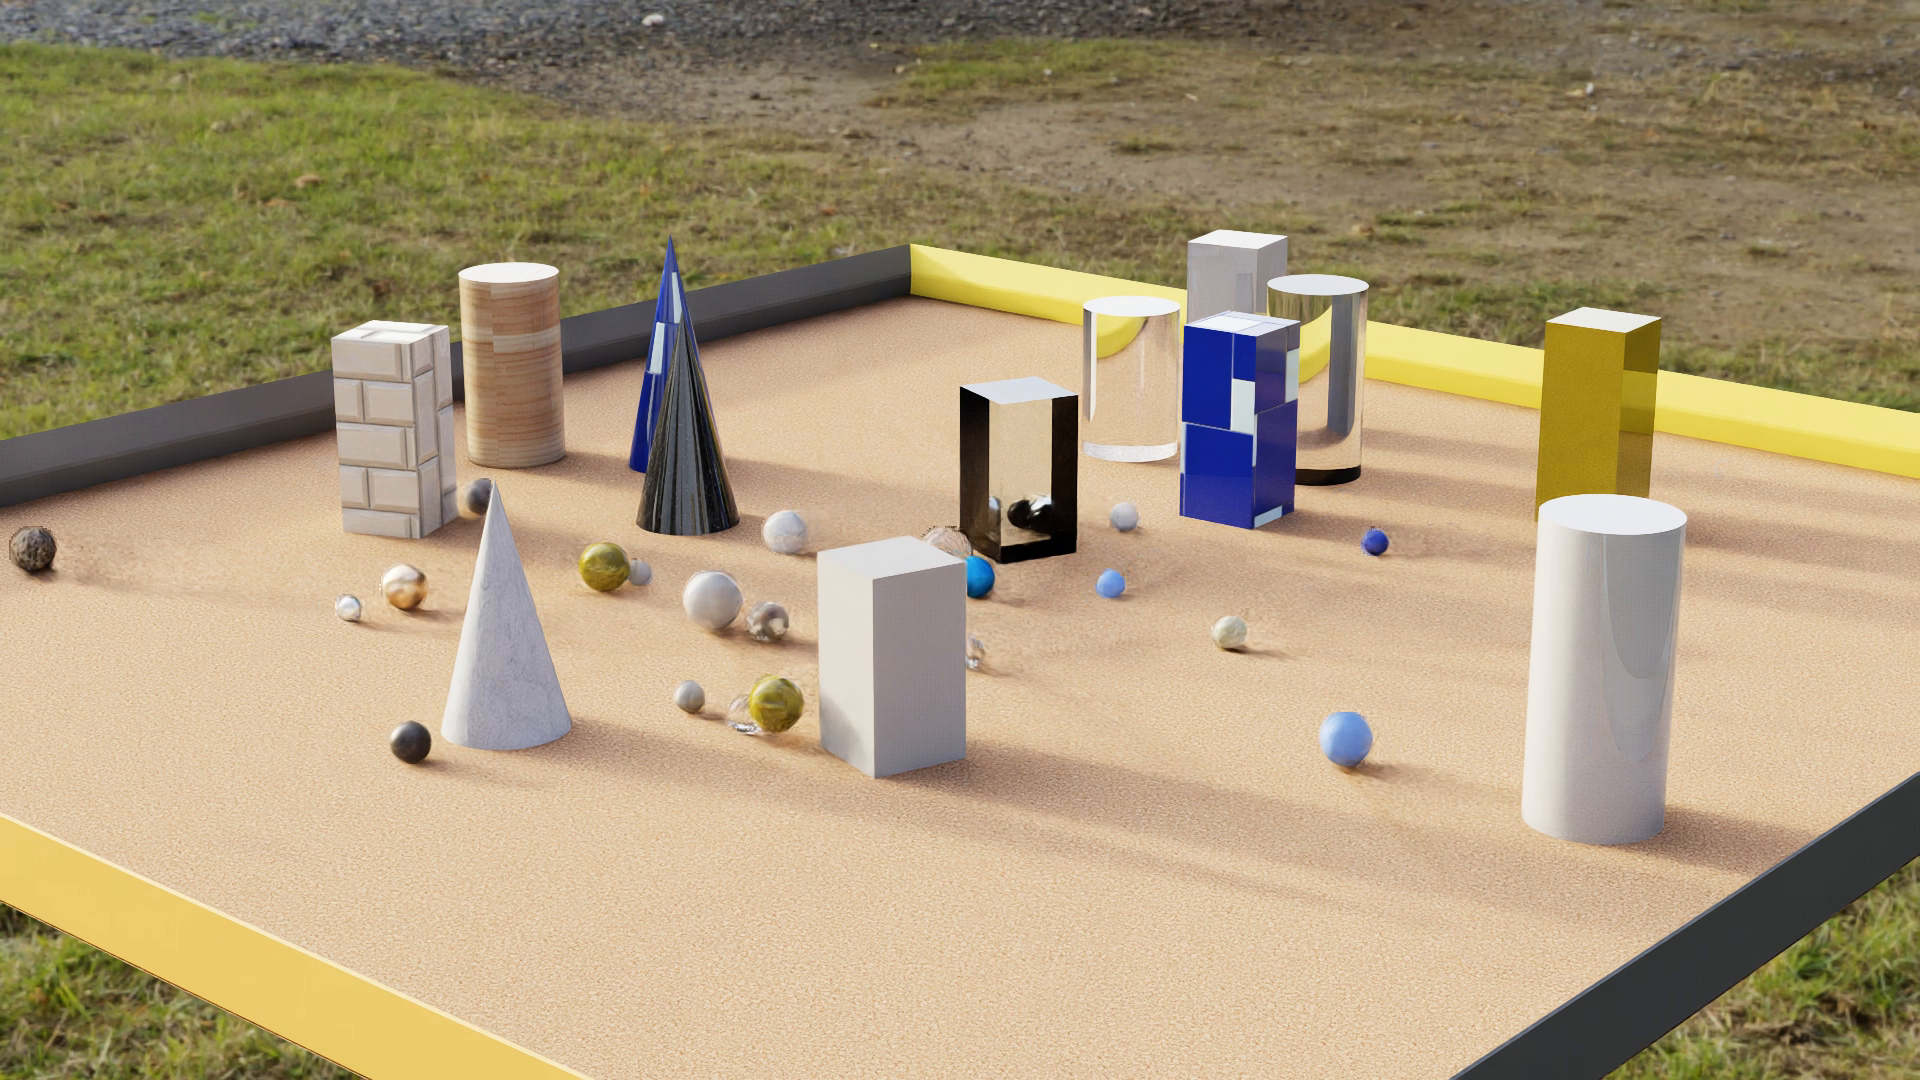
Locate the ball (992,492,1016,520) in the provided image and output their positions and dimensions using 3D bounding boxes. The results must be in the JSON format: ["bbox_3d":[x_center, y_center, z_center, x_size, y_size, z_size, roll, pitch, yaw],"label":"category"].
[{"bbox_3d":[0.088,-0.065,5.579,0.053,0.053,0.053,0,17,0],"label":"ball"}]

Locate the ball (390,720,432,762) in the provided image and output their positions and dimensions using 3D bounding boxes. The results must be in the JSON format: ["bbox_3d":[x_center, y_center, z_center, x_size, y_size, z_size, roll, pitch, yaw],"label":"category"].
[{"bbox_3d":[-0.815,0.299,4.353,0.062,0.062,0.062,0,17,0],"label":"ball"}]

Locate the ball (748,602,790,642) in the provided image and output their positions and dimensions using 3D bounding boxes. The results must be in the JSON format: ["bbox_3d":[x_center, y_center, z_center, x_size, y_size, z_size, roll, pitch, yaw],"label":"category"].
[{"bbox_3d":[-0.319,0.137,4.881,0.069,0.069,0.069,0,17,0],"label":"ball"}]

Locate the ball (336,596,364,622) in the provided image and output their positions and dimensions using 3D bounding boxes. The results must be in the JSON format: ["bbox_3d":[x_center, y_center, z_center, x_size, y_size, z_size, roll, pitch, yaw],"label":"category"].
[{"bbox_3d":[-1.037,0.117,4.988,0.045,0.045,0.045,0,17,0],"label":"ball"}]

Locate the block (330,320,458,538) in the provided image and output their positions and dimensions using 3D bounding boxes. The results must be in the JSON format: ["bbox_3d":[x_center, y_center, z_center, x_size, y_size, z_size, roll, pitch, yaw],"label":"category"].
[{"bbox_3d":[-1.059,-0.209,5.503,0.159,0.372,0.159,5,18,17],"label":"block"}]

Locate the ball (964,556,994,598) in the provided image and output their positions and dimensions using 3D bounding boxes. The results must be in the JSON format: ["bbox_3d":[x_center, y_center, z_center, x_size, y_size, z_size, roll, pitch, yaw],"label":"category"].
[{"bbox_3d":[0.024,0.065,5.114,0.072,0.072,0.072,0,17,0],"label":"ball"}]

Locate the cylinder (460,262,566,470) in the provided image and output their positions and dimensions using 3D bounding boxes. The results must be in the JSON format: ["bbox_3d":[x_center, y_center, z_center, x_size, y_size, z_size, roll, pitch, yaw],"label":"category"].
[{"bbox_3d":[-0.910,-0.356,5.969,0.199,0.385,0.199,0,17,0],"label":"cylinder"}]

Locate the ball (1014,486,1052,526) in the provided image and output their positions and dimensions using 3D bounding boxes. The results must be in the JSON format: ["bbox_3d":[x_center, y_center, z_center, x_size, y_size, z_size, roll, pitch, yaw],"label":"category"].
[{"bbox_3d":[0.138,-0.064,5.538,0.075,0.075,0.075,0,17,0],"label":"ball"}]

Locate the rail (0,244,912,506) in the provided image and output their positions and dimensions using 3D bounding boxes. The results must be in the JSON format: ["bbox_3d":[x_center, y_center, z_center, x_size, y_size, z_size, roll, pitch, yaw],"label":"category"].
[{"bbox_3d":[-1.311,-0.296,6.210,0.045,0.129,3.663,14,22,39],"label":"rail"}]

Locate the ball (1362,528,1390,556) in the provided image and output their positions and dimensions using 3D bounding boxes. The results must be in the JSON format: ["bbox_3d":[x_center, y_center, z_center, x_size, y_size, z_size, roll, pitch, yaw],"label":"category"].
[{"bbox_3d":[0.760,0.004,5.357,0.049,0.049,0.049,0,17,0],"label":"ball"}]

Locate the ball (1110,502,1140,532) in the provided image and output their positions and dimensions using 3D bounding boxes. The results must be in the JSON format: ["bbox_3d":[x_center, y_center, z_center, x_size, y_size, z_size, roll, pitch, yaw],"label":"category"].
[{"bbox_3d":[0.309,-0.044,5.505,0.055,0.055,0.055,0,17,0],"label":"ball"}]

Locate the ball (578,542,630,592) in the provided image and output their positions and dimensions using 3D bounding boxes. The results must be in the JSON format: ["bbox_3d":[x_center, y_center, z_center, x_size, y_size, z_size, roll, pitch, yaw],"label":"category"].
[{"bbox_3d":[-0.624,0.046,5.146,0.089,0.089,0.089,0,17,0],"label":"ball"}]

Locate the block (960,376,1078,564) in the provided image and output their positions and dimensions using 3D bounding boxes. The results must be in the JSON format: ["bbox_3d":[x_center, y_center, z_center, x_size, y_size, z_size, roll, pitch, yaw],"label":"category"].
[{"bbox_3d":[0.107,-0.129,5.368,0.159,0.298,0.159,-8,19,-26],"label":"block"}]

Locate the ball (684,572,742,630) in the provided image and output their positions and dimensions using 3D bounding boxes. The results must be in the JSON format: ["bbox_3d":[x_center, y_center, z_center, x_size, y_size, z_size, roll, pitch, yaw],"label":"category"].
[{"bbox_3d":[-0.417,0.102,4.943,0.099,0.099,0.099,0,17,0],"label":"ball"}]

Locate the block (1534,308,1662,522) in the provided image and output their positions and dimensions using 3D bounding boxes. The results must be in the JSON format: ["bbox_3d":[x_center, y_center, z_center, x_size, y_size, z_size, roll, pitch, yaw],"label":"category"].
[{"bbox_3d":[1.202,-0.225,5.529,0.159,0.389,0.159,12,21,35],"label":"block"}]

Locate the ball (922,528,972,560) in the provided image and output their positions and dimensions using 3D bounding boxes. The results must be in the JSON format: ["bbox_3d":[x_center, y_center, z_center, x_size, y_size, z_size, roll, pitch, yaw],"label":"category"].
[{"bbox_3d":[-0.026,0.026,5.198,0.097,0.097,0.097,0,17,0],"label":"ball"}]

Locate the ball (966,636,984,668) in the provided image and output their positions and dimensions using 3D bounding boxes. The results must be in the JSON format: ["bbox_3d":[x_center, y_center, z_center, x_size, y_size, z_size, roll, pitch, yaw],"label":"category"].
[{"bbox_3d":[0.014,0.182,4.760,0.052,0.052,0.052,0,17,0],"label":"ball"}]

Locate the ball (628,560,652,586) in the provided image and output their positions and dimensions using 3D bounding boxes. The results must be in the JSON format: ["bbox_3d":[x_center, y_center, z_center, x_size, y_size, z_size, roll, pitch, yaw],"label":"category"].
[{"bbox_3d":[-0.568,0.058,5.184,0.045,0.045,0.045,0,17,0],"label":"ball"}]

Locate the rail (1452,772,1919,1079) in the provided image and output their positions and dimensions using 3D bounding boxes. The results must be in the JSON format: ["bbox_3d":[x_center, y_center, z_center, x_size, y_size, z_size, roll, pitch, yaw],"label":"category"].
[{"bbox_3d":[1.311,0.361,4.030,0.045,0.129,3.663,14,22,39],"label":"rail"}]

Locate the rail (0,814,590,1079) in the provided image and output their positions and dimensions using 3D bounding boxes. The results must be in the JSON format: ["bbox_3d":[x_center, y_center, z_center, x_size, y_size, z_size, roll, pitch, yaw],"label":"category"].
[{"bbox_3d":[-1.185,0.426,3.813,3.520,0.129,0.045,14,22,39],"label":"rail"}]

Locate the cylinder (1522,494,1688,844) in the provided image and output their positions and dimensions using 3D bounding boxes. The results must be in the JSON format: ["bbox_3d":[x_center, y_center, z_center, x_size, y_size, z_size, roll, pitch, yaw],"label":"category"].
[{"bbox_3d":[0.895,0.179,4.086,0.199,0.448,0.199,0,17,0],"label":"cylinder"}]

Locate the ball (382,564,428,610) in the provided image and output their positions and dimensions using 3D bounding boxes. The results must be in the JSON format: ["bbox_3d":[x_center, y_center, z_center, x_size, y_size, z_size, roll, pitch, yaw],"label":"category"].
[{"bbox_3d":[-0.955,0.081,5.049,0.079,0.079,0.079,0,17,0],"label":"ball"}]

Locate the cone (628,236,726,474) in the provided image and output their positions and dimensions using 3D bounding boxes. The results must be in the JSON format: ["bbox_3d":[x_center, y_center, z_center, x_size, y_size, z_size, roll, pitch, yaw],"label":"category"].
[{"bbox_3d":[-0.577,-0.385,5.909,0.199,0.475,0.199,0,17,0],"label":"cone"}]

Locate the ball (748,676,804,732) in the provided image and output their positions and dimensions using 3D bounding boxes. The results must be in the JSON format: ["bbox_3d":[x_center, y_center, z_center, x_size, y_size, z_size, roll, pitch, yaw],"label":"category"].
[{"bbox_3d":[-0.276,0.246,4.412,0.085,0.085,0.085,0,17,0],"label":"ball"}]

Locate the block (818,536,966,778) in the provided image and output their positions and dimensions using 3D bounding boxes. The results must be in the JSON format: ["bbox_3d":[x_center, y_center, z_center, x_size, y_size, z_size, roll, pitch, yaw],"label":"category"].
[{"bbox_3d":[-0.101,0.171,4.355,0.159,0.306,0.159,-10,20,-31],"label":"block"}]

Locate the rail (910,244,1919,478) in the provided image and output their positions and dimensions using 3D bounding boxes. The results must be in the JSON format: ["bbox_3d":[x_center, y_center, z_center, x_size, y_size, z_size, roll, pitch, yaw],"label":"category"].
[{"bbox_3d":[1.185,-0.361,6.427,3.520,0.129,0.045,14,22,39],"label":"rail"}]

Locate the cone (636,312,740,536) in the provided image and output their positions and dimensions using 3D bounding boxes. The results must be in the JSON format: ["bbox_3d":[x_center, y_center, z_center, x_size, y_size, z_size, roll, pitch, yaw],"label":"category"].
[{"bbox_3d":[-0.518,-0.233,5.519,0.199,0.410,0.199,0,17,0],"label":"cone"}]

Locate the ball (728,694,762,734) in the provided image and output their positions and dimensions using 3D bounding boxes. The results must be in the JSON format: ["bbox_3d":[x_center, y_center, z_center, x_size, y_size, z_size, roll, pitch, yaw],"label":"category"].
[{"bbox_3d":[-0.324,0.265,4.468,0.061,0.061,0.061,0,17,0],"label":"ball"}]

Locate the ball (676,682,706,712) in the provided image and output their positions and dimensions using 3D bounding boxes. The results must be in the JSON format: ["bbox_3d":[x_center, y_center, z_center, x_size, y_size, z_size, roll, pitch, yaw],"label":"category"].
[{"bbox_3d":[-0.419,0.244,4.561,0.047,0.047,0.047,0,17,0],"label":"ball"}]

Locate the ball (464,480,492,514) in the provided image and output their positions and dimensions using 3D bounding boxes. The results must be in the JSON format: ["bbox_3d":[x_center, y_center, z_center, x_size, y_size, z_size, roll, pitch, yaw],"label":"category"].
[{"bbox_3d":[-0.919,-0.083,5.618,0.064,0.064,0.064,0,17,0],"label":"ball"}]

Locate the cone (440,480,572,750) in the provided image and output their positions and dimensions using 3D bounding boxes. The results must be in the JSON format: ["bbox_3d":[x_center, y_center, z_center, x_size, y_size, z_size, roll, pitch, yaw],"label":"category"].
[{"bbox_3d":[-0.696,0.097,4.444,0.199,0.397,0.199,0,17,0],"label":"cone"}]

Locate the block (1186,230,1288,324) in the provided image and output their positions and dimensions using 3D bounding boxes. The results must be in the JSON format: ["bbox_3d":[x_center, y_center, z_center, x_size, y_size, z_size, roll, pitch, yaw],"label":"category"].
[{"bbox_3d":[0.588,-0.447,6.252,0.159,0.395,0.159,9,19,28],"label":"block"}]

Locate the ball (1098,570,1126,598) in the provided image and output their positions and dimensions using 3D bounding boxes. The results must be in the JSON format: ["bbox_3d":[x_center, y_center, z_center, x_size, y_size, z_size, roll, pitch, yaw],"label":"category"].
[{"bbox_3d":[0.264,0.077,5.115,0.049,0.049,0.049,0,17,0],"label":"ball"}]

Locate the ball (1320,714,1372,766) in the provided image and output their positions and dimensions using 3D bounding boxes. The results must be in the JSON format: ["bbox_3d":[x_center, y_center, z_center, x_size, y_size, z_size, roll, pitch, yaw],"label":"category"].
[{"bbox_3d":[0.572,0.295,4.340,0.078,0.078,0.078,0,17,0],"label":"ball"}]

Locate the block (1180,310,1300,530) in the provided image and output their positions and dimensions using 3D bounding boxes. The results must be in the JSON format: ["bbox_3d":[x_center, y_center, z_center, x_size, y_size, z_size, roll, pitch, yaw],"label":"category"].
[{"bbox_3d":[0.531,-0.230,5.571,0.159,0.373,0.159,12,21,35],"label":"block"}]

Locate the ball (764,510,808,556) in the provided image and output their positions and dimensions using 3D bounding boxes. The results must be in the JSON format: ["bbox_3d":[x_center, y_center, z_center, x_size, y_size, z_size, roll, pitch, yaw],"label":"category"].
[{"bbox_3d":[-0.318,-0.013,5.357,0.082,0.082,0.082,0,17,0],"label":"ball"}]

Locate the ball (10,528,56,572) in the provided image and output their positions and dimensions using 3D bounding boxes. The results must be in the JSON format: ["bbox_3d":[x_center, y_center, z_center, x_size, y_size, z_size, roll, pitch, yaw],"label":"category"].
[{"bbox_3d":[-1.662,0.018,5.260,0.079,0.079,0.079,0,17,0],"label":"ball"}]

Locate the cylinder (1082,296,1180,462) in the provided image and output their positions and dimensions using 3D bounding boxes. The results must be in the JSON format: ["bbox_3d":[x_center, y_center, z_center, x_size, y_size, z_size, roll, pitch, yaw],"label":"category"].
[{"bbox_3d":[0.351,-0.333,6.035,0.199,0.303,0.199,0,17,0],"label":"cylinder"}]

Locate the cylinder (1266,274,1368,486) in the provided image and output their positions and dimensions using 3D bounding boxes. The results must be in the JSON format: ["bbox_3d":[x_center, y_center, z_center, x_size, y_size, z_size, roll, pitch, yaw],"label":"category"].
[{"bbox_3d":[0.707,-0.320,5.850,0.199,0.385,0.199,0,17,0],"label":"cylinder"}]

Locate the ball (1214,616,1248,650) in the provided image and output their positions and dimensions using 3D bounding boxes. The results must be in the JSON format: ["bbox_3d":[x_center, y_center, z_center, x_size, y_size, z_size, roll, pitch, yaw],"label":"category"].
[{"bbox_3d":[0.447,0.153,4.851,0.055,0.055,0.055,0,17,0],"label":"ball"}]
